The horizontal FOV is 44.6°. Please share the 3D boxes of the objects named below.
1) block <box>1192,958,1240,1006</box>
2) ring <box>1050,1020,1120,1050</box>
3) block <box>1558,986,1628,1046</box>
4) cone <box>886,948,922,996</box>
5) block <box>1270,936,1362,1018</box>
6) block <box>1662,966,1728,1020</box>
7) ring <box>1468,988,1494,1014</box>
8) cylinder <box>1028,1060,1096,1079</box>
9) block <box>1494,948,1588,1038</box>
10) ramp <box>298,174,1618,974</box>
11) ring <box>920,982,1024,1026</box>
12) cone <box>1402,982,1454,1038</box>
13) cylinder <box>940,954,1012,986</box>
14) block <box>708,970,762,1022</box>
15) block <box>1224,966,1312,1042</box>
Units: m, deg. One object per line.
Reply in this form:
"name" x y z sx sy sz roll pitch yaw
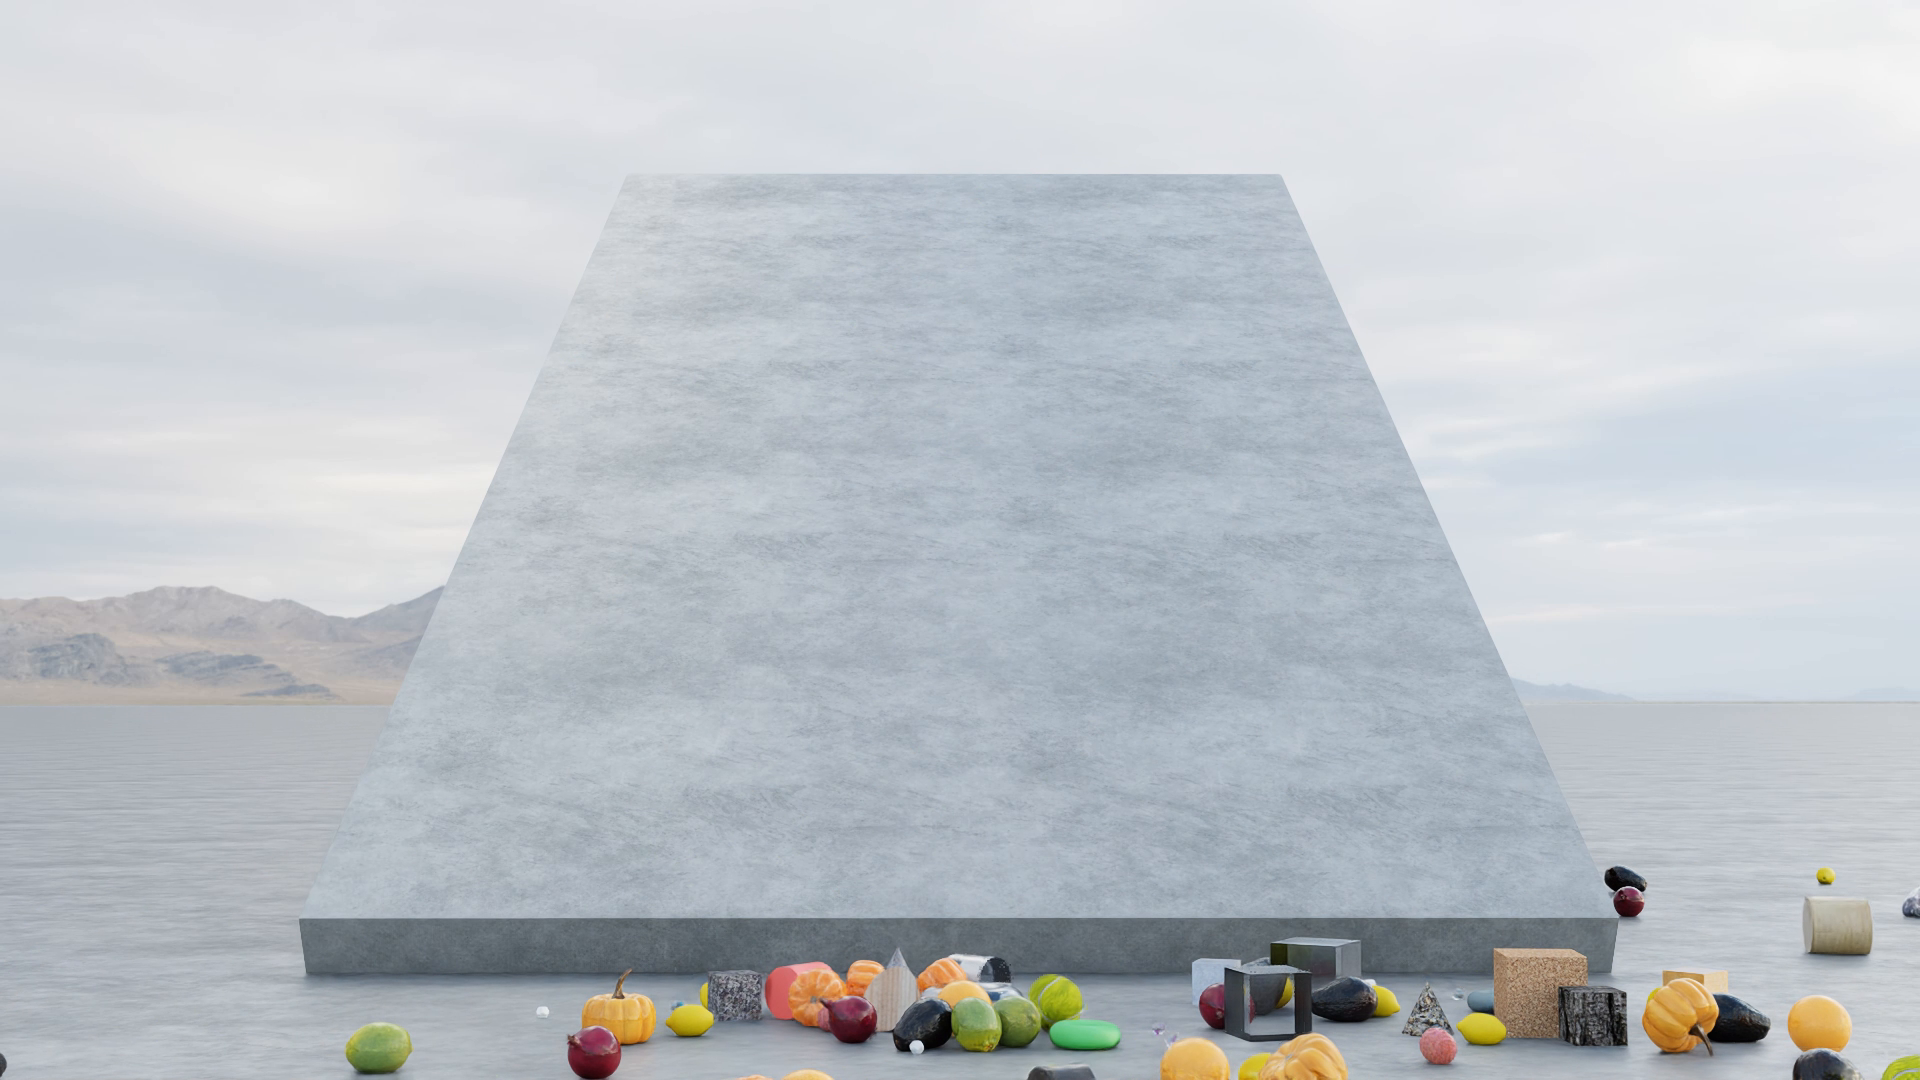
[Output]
"block" 0.354 0.610 3.229 0.058 0.058 0.058 -1 -4 16
"ring" 0.151 0.597 2.828 0.087 0.029 0.087 1 -4 0
"block" 0.774 0.582 2.867 0.064 0.064 0.064 0 -4 -4
"cone" -0.088 0.611 3.321 0.068 0.068 0.068 0 -4 0
"block" 0.479 0.587 3.151 0.093 0.093 0.093 -2 -4 30
"block" 0.972 0.599 3.096 0.060 0.060 0.060 4 -5 -43
"ring" 0.722 0.620 3.149 0.080 0.027 0.080 -1 -4 0
"cylinder" 0.102 0.553 2.351 0.052 0.052 0.052 19 -14 -34
"block" 0.731 0.570 2.953 0.099 0.099 0.099 0 -4 3
"ramp" -0.009 -0.229 5.380 2.000 0.100 4.000 0 25 0
"ring" 0.015 0.604 3.048 0.139 0.046 0.139 0 -5 0
"cone" 0.587 0.586 2.941 0.065 0.065 0.065 0 -4 0
"cylinder" 0.021 0.601 3.192 0.070 0.070 0.070 -3 -5 41
"block" -0.297 0.600 3.089 0.058 0.058 0.058 1 -4 -21
"block" 0.383 0.576 2.916 0.082 0.082 0.082 1 -4 -16
